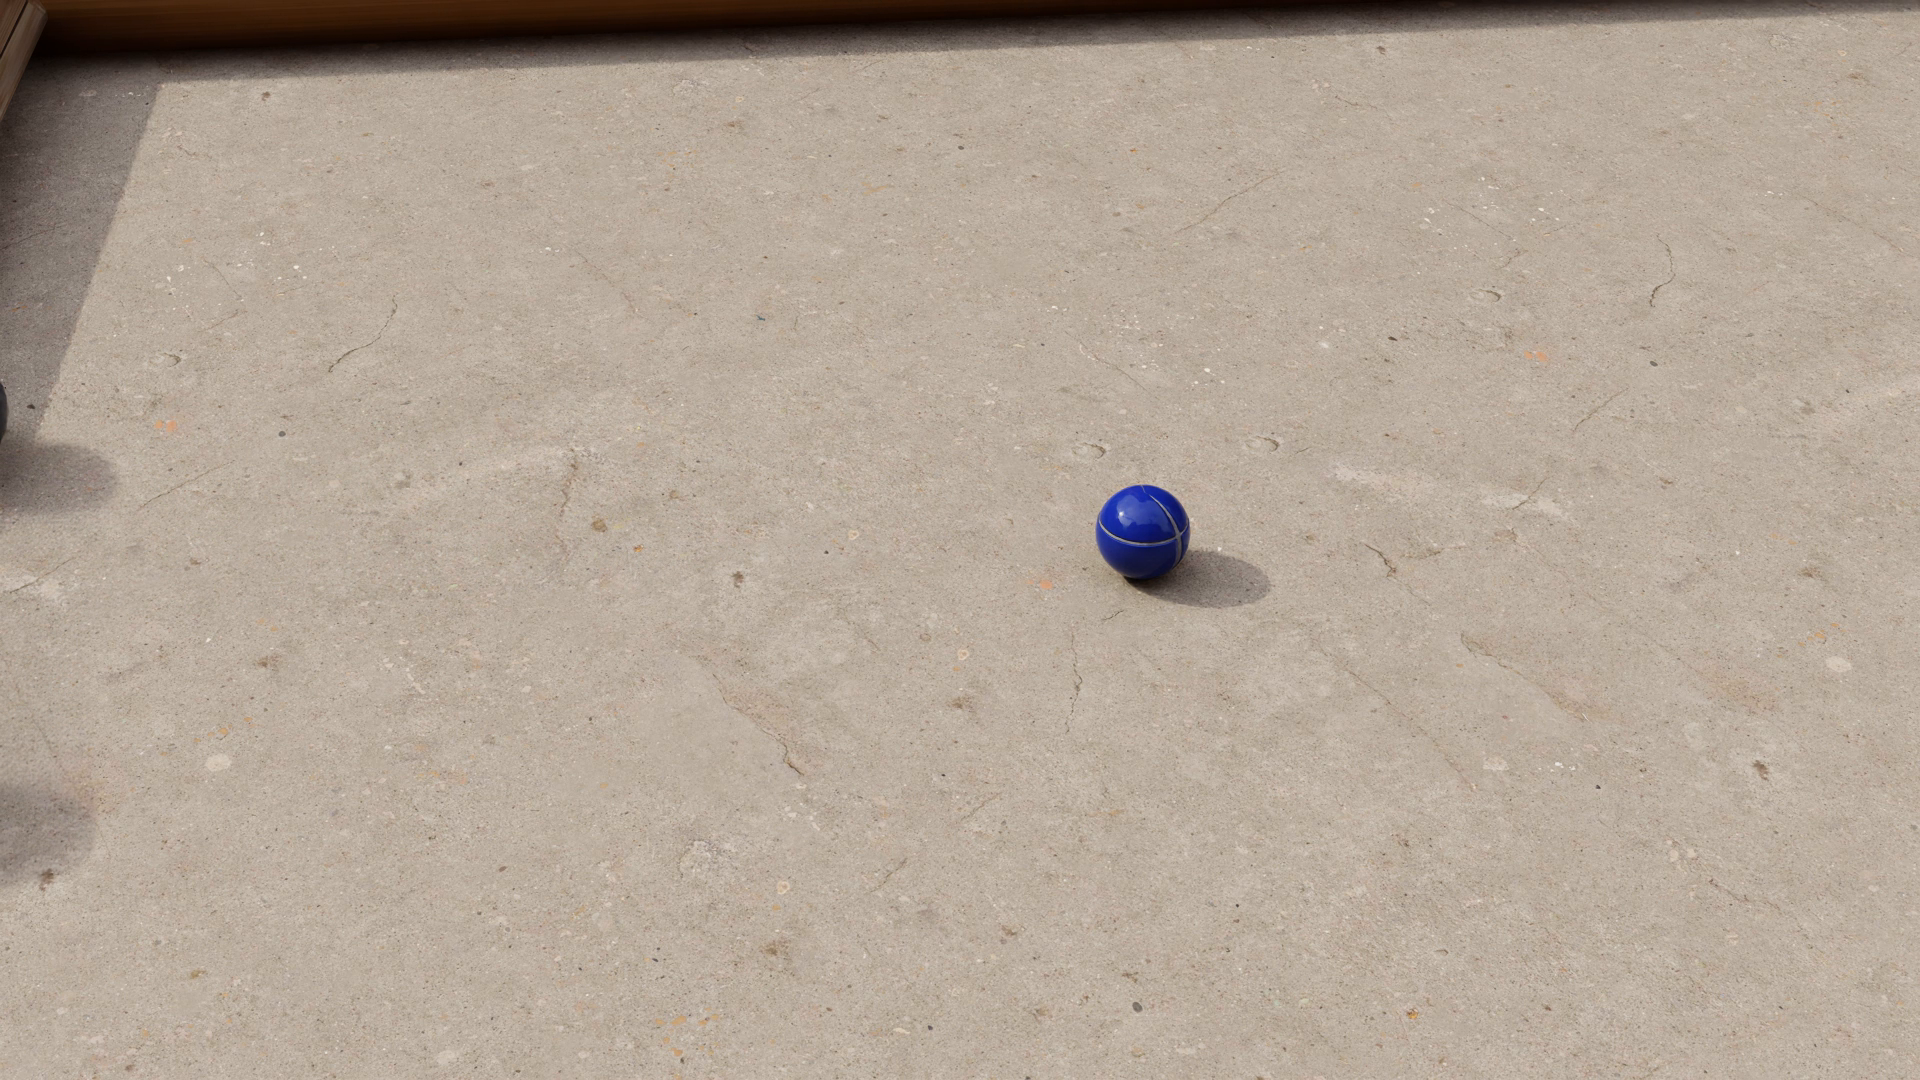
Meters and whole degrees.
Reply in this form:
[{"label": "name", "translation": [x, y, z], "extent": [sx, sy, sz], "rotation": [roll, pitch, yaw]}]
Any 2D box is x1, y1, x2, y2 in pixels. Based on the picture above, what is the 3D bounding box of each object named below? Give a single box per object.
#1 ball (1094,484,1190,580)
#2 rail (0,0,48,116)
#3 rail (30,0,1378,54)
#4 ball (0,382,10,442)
[{"label": "ball", "translation": [0.119, -0.005, 1.673], "extent": [0.062, 0.062, 0.062], "rotation": [0, 36, 0]}, {"label": "rail", "translation": [-0.748, 0.024, 1.586], "extent": [0.045, 0.115, 1.758], "rotation": [-3, 36, -4]}, {"label": "rail", "translation": [0.691, -0.559, 2.392], "extent": [3.098, 0.115, 0.045], "rotation": [-3, 36, -4]}, {"label": "ball", "translation": [-0.702, -0.089, 1.767], "extent": [0.089, 0.089, 0.089], "rotation": [0, 36, 0]}]
